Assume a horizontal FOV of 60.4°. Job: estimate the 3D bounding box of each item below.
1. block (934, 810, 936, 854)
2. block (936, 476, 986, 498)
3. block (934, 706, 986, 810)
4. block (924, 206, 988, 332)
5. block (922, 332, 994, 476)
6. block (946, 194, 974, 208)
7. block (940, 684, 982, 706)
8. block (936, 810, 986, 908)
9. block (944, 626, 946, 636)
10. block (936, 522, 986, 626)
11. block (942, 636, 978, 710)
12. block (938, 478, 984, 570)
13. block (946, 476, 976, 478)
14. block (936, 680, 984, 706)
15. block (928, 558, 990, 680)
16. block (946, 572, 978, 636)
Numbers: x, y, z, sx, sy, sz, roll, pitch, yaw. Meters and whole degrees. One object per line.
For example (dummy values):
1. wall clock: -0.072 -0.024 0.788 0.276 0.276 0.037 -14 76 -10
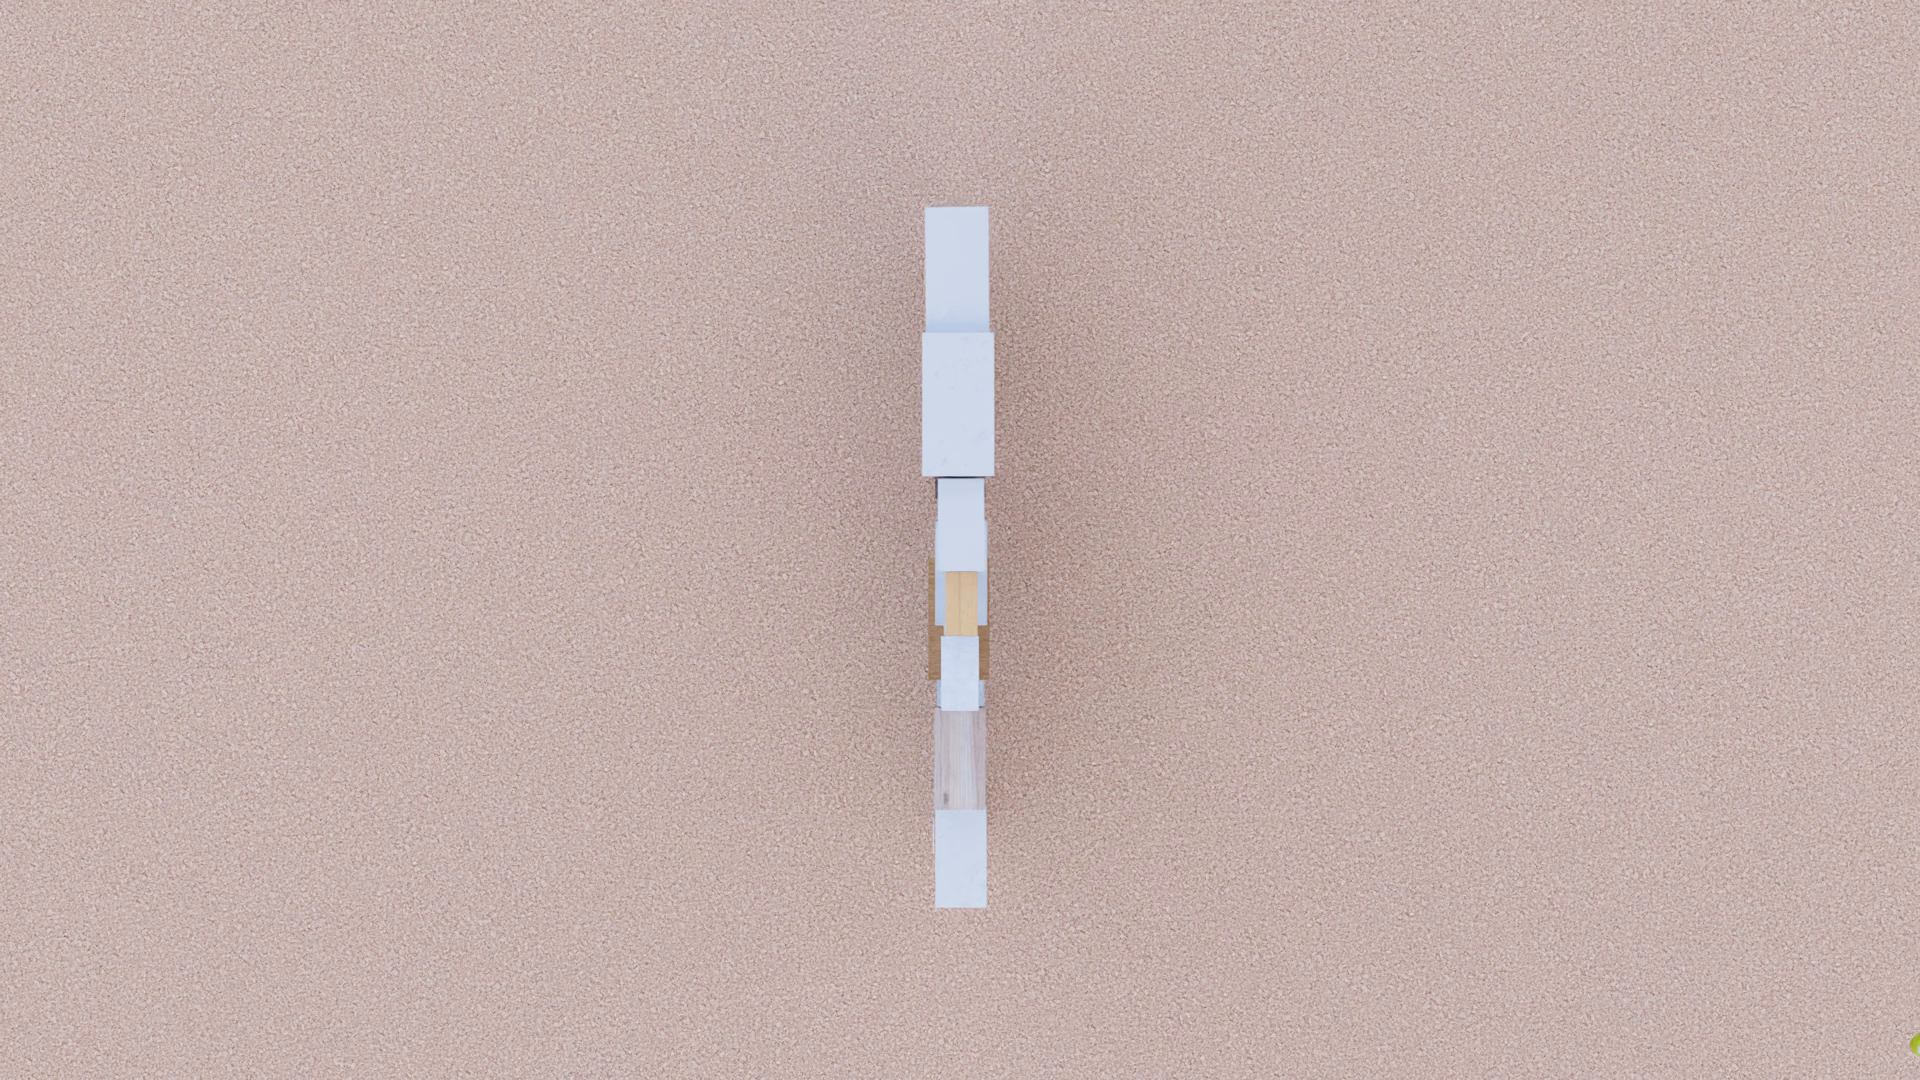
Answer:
1. block: -0.009 0.792 4.875 0.130 0.037 0.261 1 91 0
2. block: 0.002 -0.289 5.160 0.159 0.045 0.318 0 90 0
3. block: 0.000 0.588 4.448 0.137 0.039 0.274 0 87 0
4. block: -0.007 -0.681 4.192 0.160 0.045 0.320 0 90 1
5. block: -0.004 -0.339 4.151 0.179 0.051 0.358 0 90 0
6. block: -0.001 -0.930 4.838 0.081 0.023 0.163 0 90 1
7. block: 0.003 0.538 4.763 0.119 0.034 0.238 0 90 0
8. block: 0.003 0.871 4.557 0.140 0.040 0.280 0 91 0
9. block: 0.002 0.325 4.565 0.091 0.026 0.183 0 90 0
10. block: 0.003 0.090 4.461 0.139 0.040 0.279 0 90 0
11. block: 0.000 0.350 4.342 0.098 0.028 0.196 0 90 0
12. block: 0.003 -0.039 4.192 0.117 0.033 0.233 0 90 0
13. block: 0.004 -0.188 4.944 0.090 0.026 0.181 0 90 0
14. block: 0.002 0.397 5.182 0.148 0.042 0.297 0 90 0
15. block: -0.003 0.228 4.785 0.175 0.050 0.351 0 90 0
16. block: 0.004 0.165 4.265 0.082 0.023 0.165 0 90 0
